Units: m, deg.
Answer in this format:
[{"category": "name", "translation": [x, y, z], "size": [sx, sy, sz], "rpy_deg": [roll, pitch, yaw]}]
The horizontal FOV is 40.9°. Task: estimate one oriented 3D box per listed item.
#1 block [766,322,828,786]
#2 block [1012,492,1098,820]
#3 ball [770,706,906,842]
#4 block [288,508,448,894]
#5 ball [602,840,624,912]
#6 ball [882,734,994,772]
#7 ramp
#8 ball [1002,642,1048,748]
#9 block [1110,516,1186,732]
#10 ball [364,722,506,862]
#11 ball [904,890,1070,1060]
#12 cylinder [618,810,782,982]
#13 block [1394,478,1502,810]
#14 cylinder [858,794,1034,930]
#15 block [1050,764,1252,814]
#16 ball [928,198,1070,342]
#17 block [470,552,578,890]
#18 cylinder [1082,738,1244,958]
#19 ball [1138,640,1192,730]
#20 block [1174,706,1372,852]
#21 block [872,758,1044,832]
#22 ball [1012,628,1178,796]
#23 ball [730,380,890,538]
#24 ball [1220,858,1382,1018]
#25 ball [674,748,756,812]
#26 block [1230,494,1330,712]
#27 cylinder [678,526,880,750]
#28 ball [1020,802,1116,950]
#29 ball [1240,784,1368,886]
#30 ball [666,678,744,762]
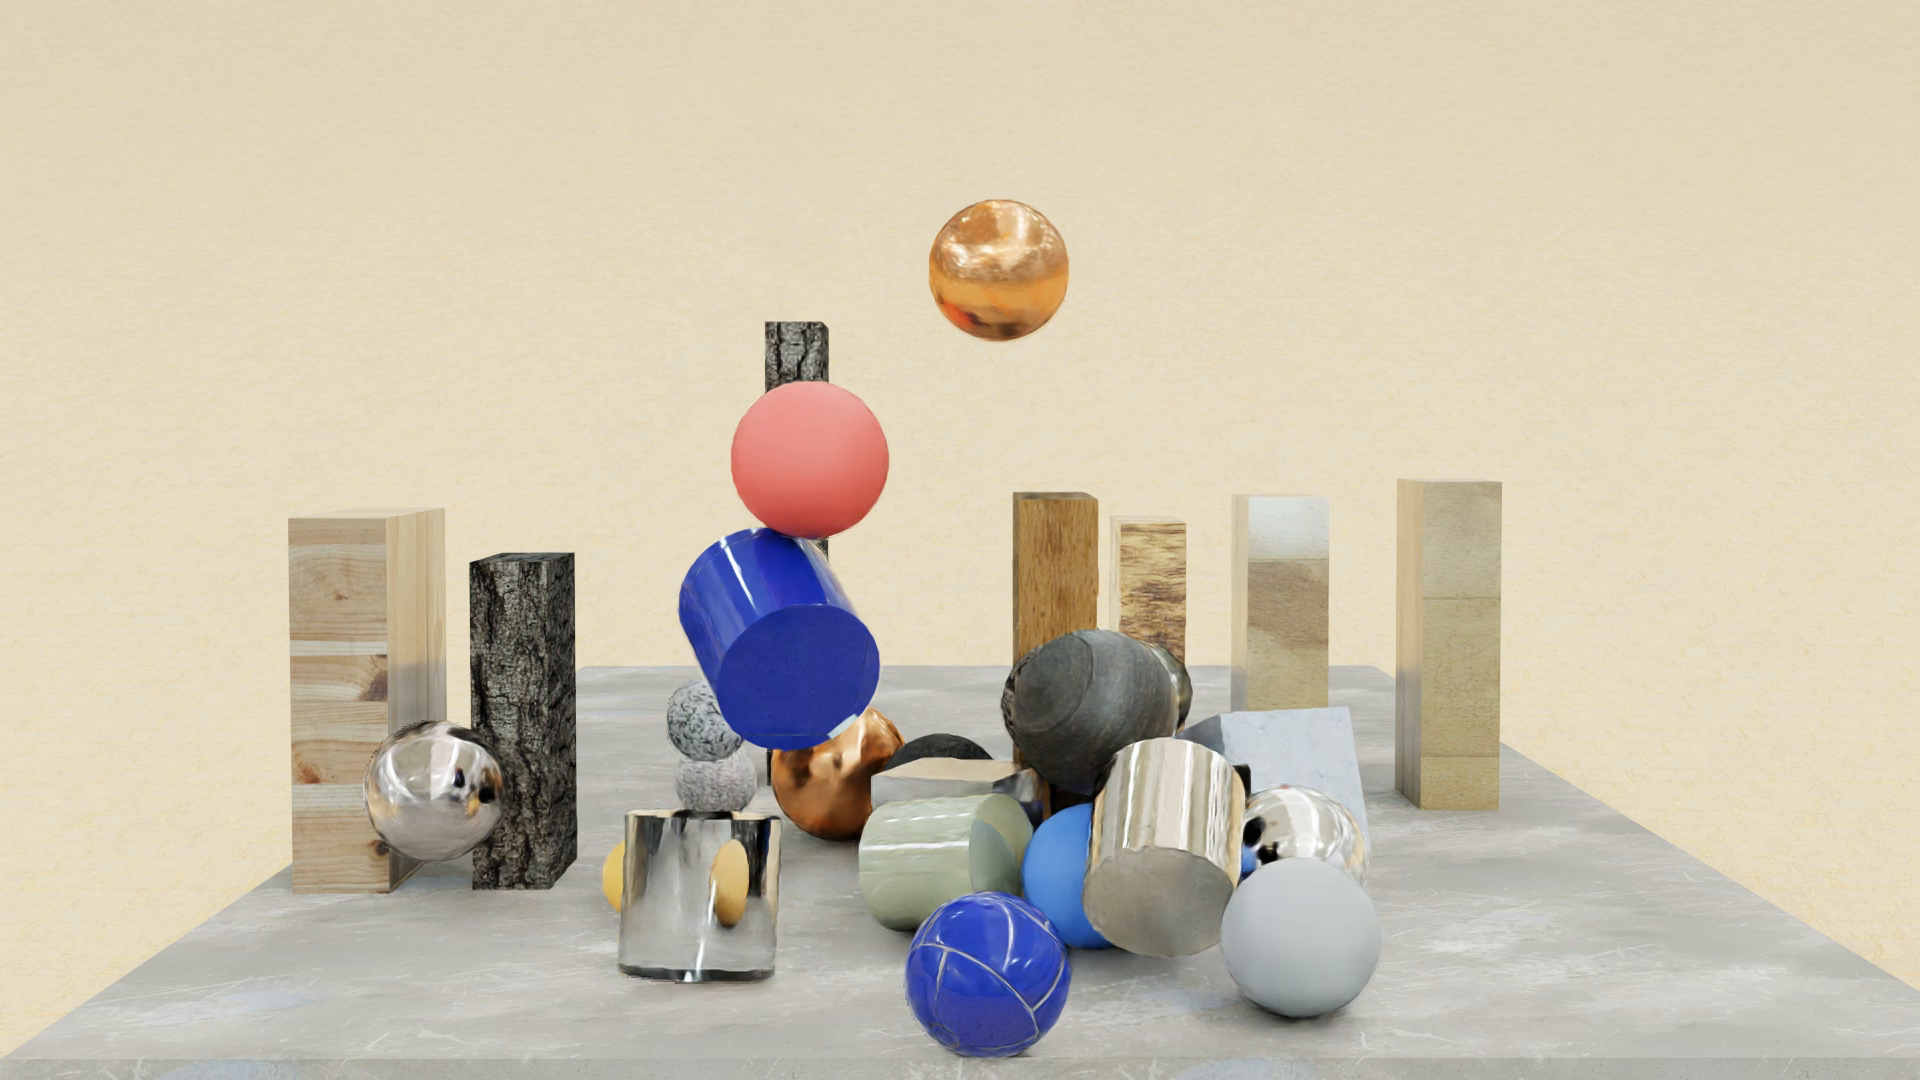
[{"category": "block", "translation": [-0.284, 0.019, 4.506], "size": [0.095, 0.792, 0.240], "rpy_deg": [0, 3, 0]}, {"category": "block", "translation": [0.131, 0.198, 3.619], "size": [0.106, 0.521, 0.355], "rpy_deg": [0, 3, 0]}, {"category": "ball", "translation": [-0.177, 0.344, 3.827], "size": [0.210, 0.210, 0.210], "rpy_deg": [0, 22, 0]}, {"category": "block", "translation": [-0.820, 0.211, 3.593], "size": [0.129, 0.498, 0.393], "rpy_deg": [0, 3, 0]}, {"category": "ball", "translation": [-0.395, 0.423, 3.228], "size": [0.108, 0.108, 0.108], "rpy_deg": [0, 22, 0]}, {"category": "ball", "translation": [-0.026, 0.365, 3.610], "size": [0.187, 0.187, 0.187], "rpy_deg": [0, 22, 0]}, {"category": "ramp", "translation": [0.051, 0.465, 4.534], "size": [2.000, 0.100, 4.000], "rpy_deg": [0, 3, 0]}, {"category": "ball", "translation": [0.138, 0.213, 3.338], "size": [0.168, 0.168, 0.168], "rpy_deg": [0, 22, 0]}, {"category": "block", "translation": [0.318, 0.193, 4.385], "size": [0.109, 0.457, 0.284], "rpy_deg": [0, 3, 0]}, {"category": "ball", "translation": [-0.681, 0.326, 3.339], "size": [0.182, 0.182, 0.182], "rpy_deg": [0, 22, 0]}, {"category": "ball", "translation": [0.027, 0.429, 2.537], "size": [0.164, 0.164, 0.164], "rpy_deg": [0, 22, 0]}, {"category": "cylinder", "translation": [-0.291, 0.397, 2.887], "size": [0.176, 0.176, 0.176], "rpy_deg": [2, -3, 0]}, {"category": "block", "translation": [0.802, 0.165, 4.239], "size": [0.126, 0.527, 0.243], "rpy_deg": [0, 3, 0]}, {"category": "cylinder", "translation": [-0.013, 0.392, 3.125], "size": [0.158, 0.158, 0.158], "rpy_deg": [-8, 15, 33]}, {"category": "block", "translation": [0.244, 0.379, 3.240], "size": [0.179, 0.179, 0.179], "rpy_deg": [-2, -2, -42]}, {"category": "ball", "translation": [0.043, -0.296, 2.825], "size": [0.156, 0.156, 0.156], "rpy_deg": [0, 22, 0]}, {"category": "block", "translation": [-0.601, 0.243, 3.553], "size": [0.103, 0.438, 0.254], "rpy_deg": [0, 3, 0]}, {"category": "cylinder", "translation": [0.229, 0.344, 2.878], "size": [0.173, 0.173, 0.173], "rpy_deg": [3, 38, 7]}, {"category": "ball", "translation": [0.291, 0.248, 4.160], "size": [0.170, 0.170, 0.170], "rpy_deg": [0, 22, 0]}, {"category": "block", "translation": [0.404, 0.344, 3.451], "size": [0.194, 0.194, 0.194], "rpy_deg": [-1, -15, -23]}, {"category": "block", "translation": [-0.001, 0.383, 3.358], "size": [0.170, 0.170, 0.170], "rpy_deg": [1, 4, 24]}, {"category": "ball", "translation": [0.160, 0.205, 3.064], "size": [0.199, 0.199, 0.199], "rpy_deg": [0, 22, 0]}, {"category": "ball", "translation": [-0.172, -0.092, 2.936], "size": [0.181, 0.181, 0.181], "rpy_deg": [0, 22, 0]}, {"category": "ball", "translation": [0.358, 0.418, 2.708], "size": [0.168, 0.168, 0.168], "rpy_deg": [0, 22, 0]}, {"category": "ball", "translation": [-0.382, 0.375, 4.017], "size": [0.129, 0.129, 0.129], "rpy_deg": [0, 22, 0]}, {"category": "block", "translation": [0.532, 0.176, 4.297], "size": [0.132, 0.499, 0.247], "rpy_deg": [0, 3, 0]}, {"category": "cylinder", "translation": [-0.208, 0.111, 2.932], "size": [0.188, 0.188, 0.188], "rpy_deg": [-7, 29, -17]}, {"category": "ball", "translation": [0.159, 0.399, 3.055], "size": [0.173, 0.173, 0.173], "rpy_deg": [0, 22, 0]}, {"category": "ball", "translation": [0.404, 0.390, 3.140], "size": [0.183, 0.183, 0.183], "rpy_deg": [0, 22, 0]}, {"category": "ball", "translation": [-0.372, 0.266, 3.798], "size": [0.123, 0.123, 0.123], "rpy_deg": [0, 22, 0]}]
